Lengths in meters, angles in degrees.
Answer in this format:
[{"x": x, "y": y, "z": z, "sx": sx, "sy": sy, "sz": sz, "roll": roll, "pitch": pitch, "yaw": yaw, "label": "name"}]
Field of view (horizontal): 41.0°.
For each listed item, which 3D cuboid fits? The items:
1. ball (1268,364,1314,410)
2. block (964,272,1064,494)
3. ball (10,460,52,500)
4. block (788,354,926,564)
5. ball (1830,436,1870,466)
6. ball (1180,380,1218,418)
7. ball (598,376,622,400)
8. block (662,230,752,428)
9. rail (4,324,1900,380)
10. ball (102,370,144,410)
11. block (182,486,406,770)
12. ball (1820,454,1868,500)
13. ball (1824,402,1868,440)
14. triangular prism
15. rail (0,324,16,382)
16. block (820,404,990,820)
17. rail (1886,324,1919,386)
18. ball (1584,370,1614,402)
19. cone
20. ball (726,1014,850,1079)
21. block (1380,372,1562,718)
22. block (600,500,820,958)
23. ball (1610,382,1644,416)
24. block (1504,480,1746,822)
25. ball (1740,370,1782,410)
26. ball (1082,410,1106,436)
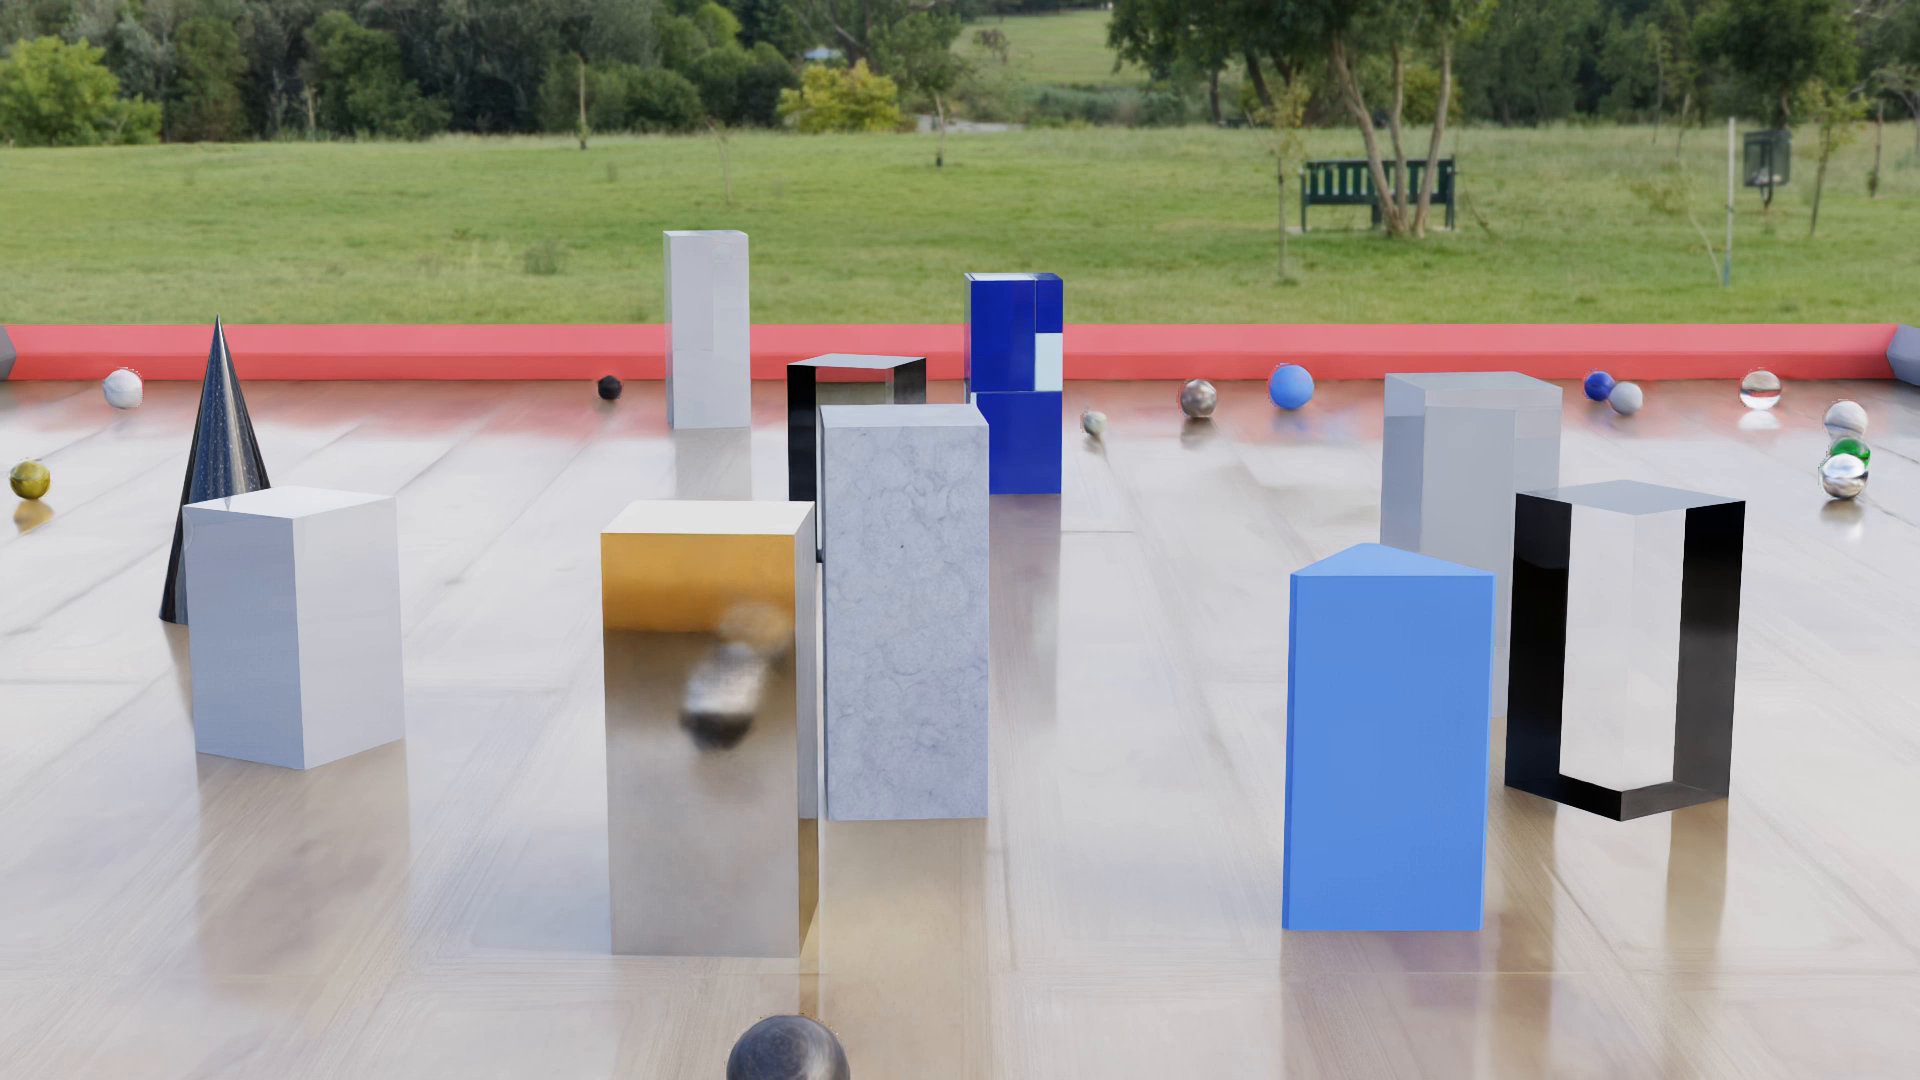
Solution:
[{"x": 0.708, "y": -0.327, "z": 5.481, "sx": 0.096, "sy": 0.096, "sz": 0.096, "roll": 0, "pitch": 11, "yaw": 0, "label": "ball"}, {"x": 0.091, "y": -0.273, "z": 4.449, "sx": 0.157, "sy": 0.366, "sz": 0.157, "roll": -1, "pitch": 11, "yaw": -4, "label": "block"}, {"x": -1.574, "y": -0.102, "z": 4.343, "sx": 0.067, "sy": 0.067, "sz": 0.067, "roll": 0, "pitch": 11, "yaw": 0, "label": "ball"}, {"x": -0.152, "y": -0.121, "z": 3.830, "sx": 0.157, "sy": 0.293, "sz": 0.157, "roll": 4, "pitch": 11, "yaw": 21, "label": "block"}, {"x": 1.596, "y": -0.151, "z": 4.601, "sx": 0.070, "sy": 0.070, "sz": 0.070, "roll": 0, "pitch": 11, "yaw": 0, "label": "ball"}, {"x": 0.496, "y": -0.294, "z": 5.345, "sx": 0.080, "sy": 0.080, "sz": 0.080, "roll": 0, "pitch": 11, "yaw": 0, "label": "ball"}, {"x": -0.769, "y": -0.333, "z": 5.631, "sx": 0.053, "sy": 0.053, "sz": 0.053, "roll": 0, "pitch": 11, "yaw": 0, "label": "ball"}, {"x": -0.518, "y": -0.433, "z": 5.248, "sx": 0.157, "sy": 0.389, "sz": 0.157, "roll": -2, "pitch": 11, "yaw": -12, "label": "block"}, {"x": -0.015, "y": -0.437, "z": 5.981, "sx": 4.433, "sy": 0.127, "sz": 0.045, "roll": 0, "pitch": 11, "yaw": 0, "label": "rail"}, {"x": -1.790, "y": -0.322, "z": 5.484, "sx": 0.084, "sy": 0.084, "sz": 0.084, "roll": 0, "pitch": 11, "yaw": 0, "label": "ball"}, {"x": -0.715, "y": 0.090, "z": 2.761, "sx": 0.157, "sy": 0.267, "sz": 0.157, "roll": 6, "pitch": 12, "yaw": 29, "label": "block"}, {"x": 1.498, "y": -0.107, "z": 4.348, "sx": 0.077, "sy": 0.077, "sz": 0.077, "roll": 0, "pitch": 11, "yaw": 0, "label": "ball"}, {"x": 1.728, "y": -0.230, "z": 5.002, "sx": 0.080, "sy": 0.080, "sz": 0.080, "roll": 0, "pitch": 11, "yaw": 0, "label": "ball"}, {"x": 0.361, "y": 0.167, "z": 2.233, "sx": 0.169, "sy": 0.308, "sz": 0.147, "roll": 0, "pitch": 11, "yaw": 0, "label": "triangular prism"}, {"x": -2.193, "y": 0.035, "z": 3.437, "sx": 0.045, "sy": 0.127, "sz": 5.197, "roll": 0, "pitch": 11, "yaw": 0, "label": "rail"}, {"x": -0.057, "y": 0.068, "z": 2.550, "sx": 0.157, "sy": 0.388, "sz": 0.157, "roll": -1, "pitch": 11, "yaw": -5, "label": "block"}, {"x": 2.193, "y": 0.030, "z": 3.461, "sx": 0.045, "sy": 0.127, "sz": 5.197, "roll": 0, "pitch": 11, "yaw": 0, "label": "rail"}, {"x": 1.399, "y": -0.337, "z": 5.613, "sx": 0.066, "sy": 0.066, "sz": 0.066, "roll": 0, "pitch": 11, "yaw": 0, "label": "ball"}, {"x": -0.981, "y": -0.103, "z": 3.428, "sx": 0.196, "sy": 0.403, "sz": 0.196, "roll": 0, "pitch": 11, "yaw": 0, "label": "cone"}, {"x": -0.118, "y": 0.368, "z": 1.758, "sx": 0.086, "sy": 0.086, "sz": 0.086, "roll": 0, "pitch": 11, "yaw": 0, "label": "ball"}, {"x": 0.580, "y": 0.003, "z": 2.939, "sx": 0.157, "sy": 0.374, "sz": 0.157, "roll": -1, "pitch": 11, "yaw": -7, "label": "block"}, {"x": -0.207, "y": 0.155, "z": 2.166, "sx": 0.157, "sy": 0.356, "sz": 0.157, "roll": 1, "pitch": 11, "yaw": 3, "label": "block"}, {"x": 1.400, "y": -0.297, "z": 5.392, "sx": 0.069, "sy": 0.069, "sz": 0.069, "roll": 0, "pitch": 11, "yaw": 0, "label": "ball"}, {"x": 0.666, "y": 0.106, "z": 2.577, "sx": 0.157, "sy": 0.303, "sz": 0.157, "roll": -7, "pitch": 12, "yaw": -33, "label": "block"}, {"x": 1.708, "y": -0.320, "z": 5.474, "sx": 0.084, "sy": 0.084, "sz": 0.084, "roll": 0, "pitch": 11, "yaw": 0, "label": "ball"}, {"x": 0.268, "y": -0.233, "z": 5.102, "sx": 0.049, "sy": 0.049, "sz": 0.049, "roll": 0, "pitch": 11, "yaw": 0, "label": "ball"}]
